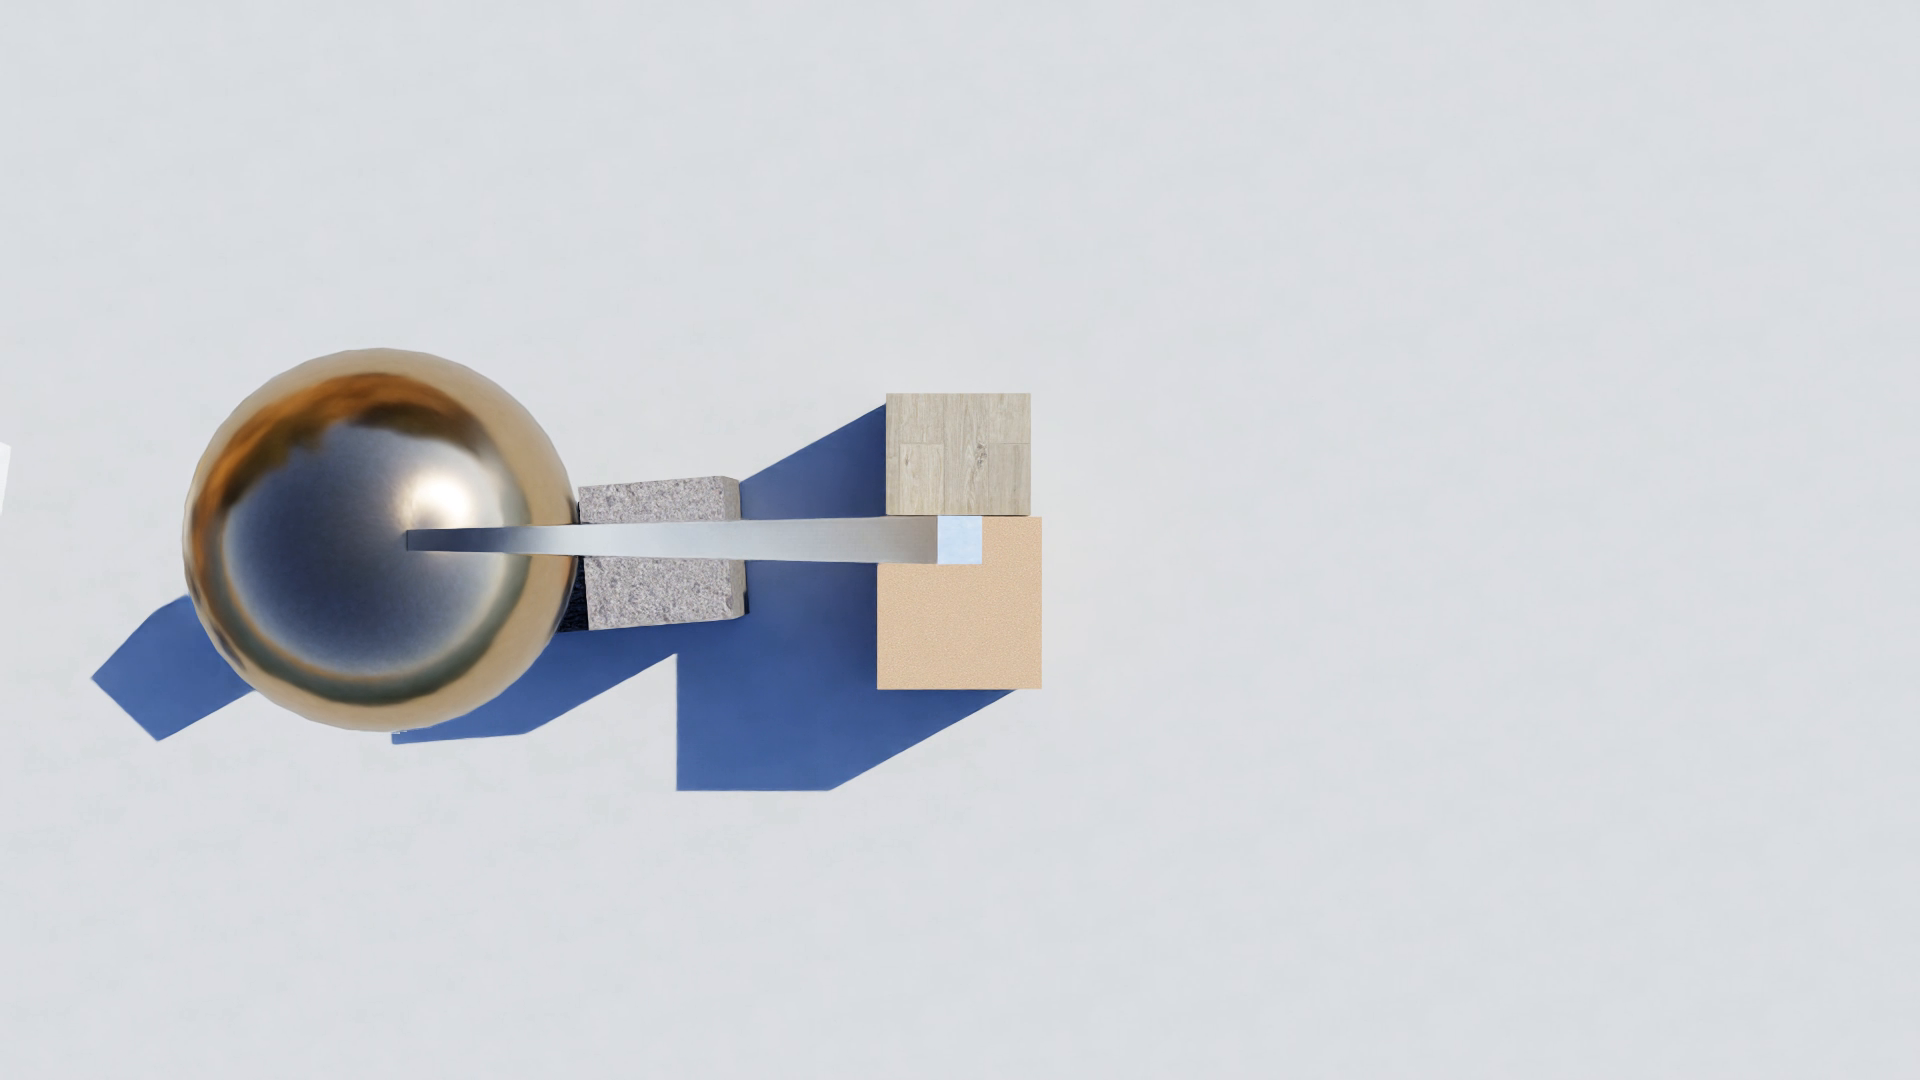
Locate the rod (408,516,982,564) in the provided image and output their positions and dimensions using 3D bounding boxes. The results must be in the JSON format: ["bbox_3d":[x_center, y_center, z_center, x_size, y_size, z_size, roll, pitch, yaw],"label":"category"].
[{"bbox_3d":[-1.036,0.000,6.019,0.080,5.200,0.080,0,90,-23],"label":"rod"}]

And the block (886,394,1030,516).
[{"bbox_3d":[-0.008,-0.482,12.668,0.812,0.663,0.684,0,90,0],"label":"block"}]

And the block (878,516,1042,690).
[{"bbox_3d":[-0.002,0.347,12.568,0.907,0.863,0.953,0,90,0],"label":"block"}]

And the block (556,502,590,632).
[{"bbox_3d":[-2.377,0.166,12.684,0.595,0.632,0.727,-5,90,0],"label":"block"}]

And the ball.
[{"bbox_3d":[-2.390,0.000,9.138,1.600,1.600,1.600,0,90,0],"label":"ball"}]

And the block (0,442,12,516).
[{"bbox_3d":[-5.376,-0.236,11.310,0.556,0.648,0.611,25,115,11],"label":"block"}]

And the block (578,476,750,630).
[{"bbox_3d":[-1.670,0.070,12.534,0.793,0.933,0.790,-5,90,0],"label":"block"}]
